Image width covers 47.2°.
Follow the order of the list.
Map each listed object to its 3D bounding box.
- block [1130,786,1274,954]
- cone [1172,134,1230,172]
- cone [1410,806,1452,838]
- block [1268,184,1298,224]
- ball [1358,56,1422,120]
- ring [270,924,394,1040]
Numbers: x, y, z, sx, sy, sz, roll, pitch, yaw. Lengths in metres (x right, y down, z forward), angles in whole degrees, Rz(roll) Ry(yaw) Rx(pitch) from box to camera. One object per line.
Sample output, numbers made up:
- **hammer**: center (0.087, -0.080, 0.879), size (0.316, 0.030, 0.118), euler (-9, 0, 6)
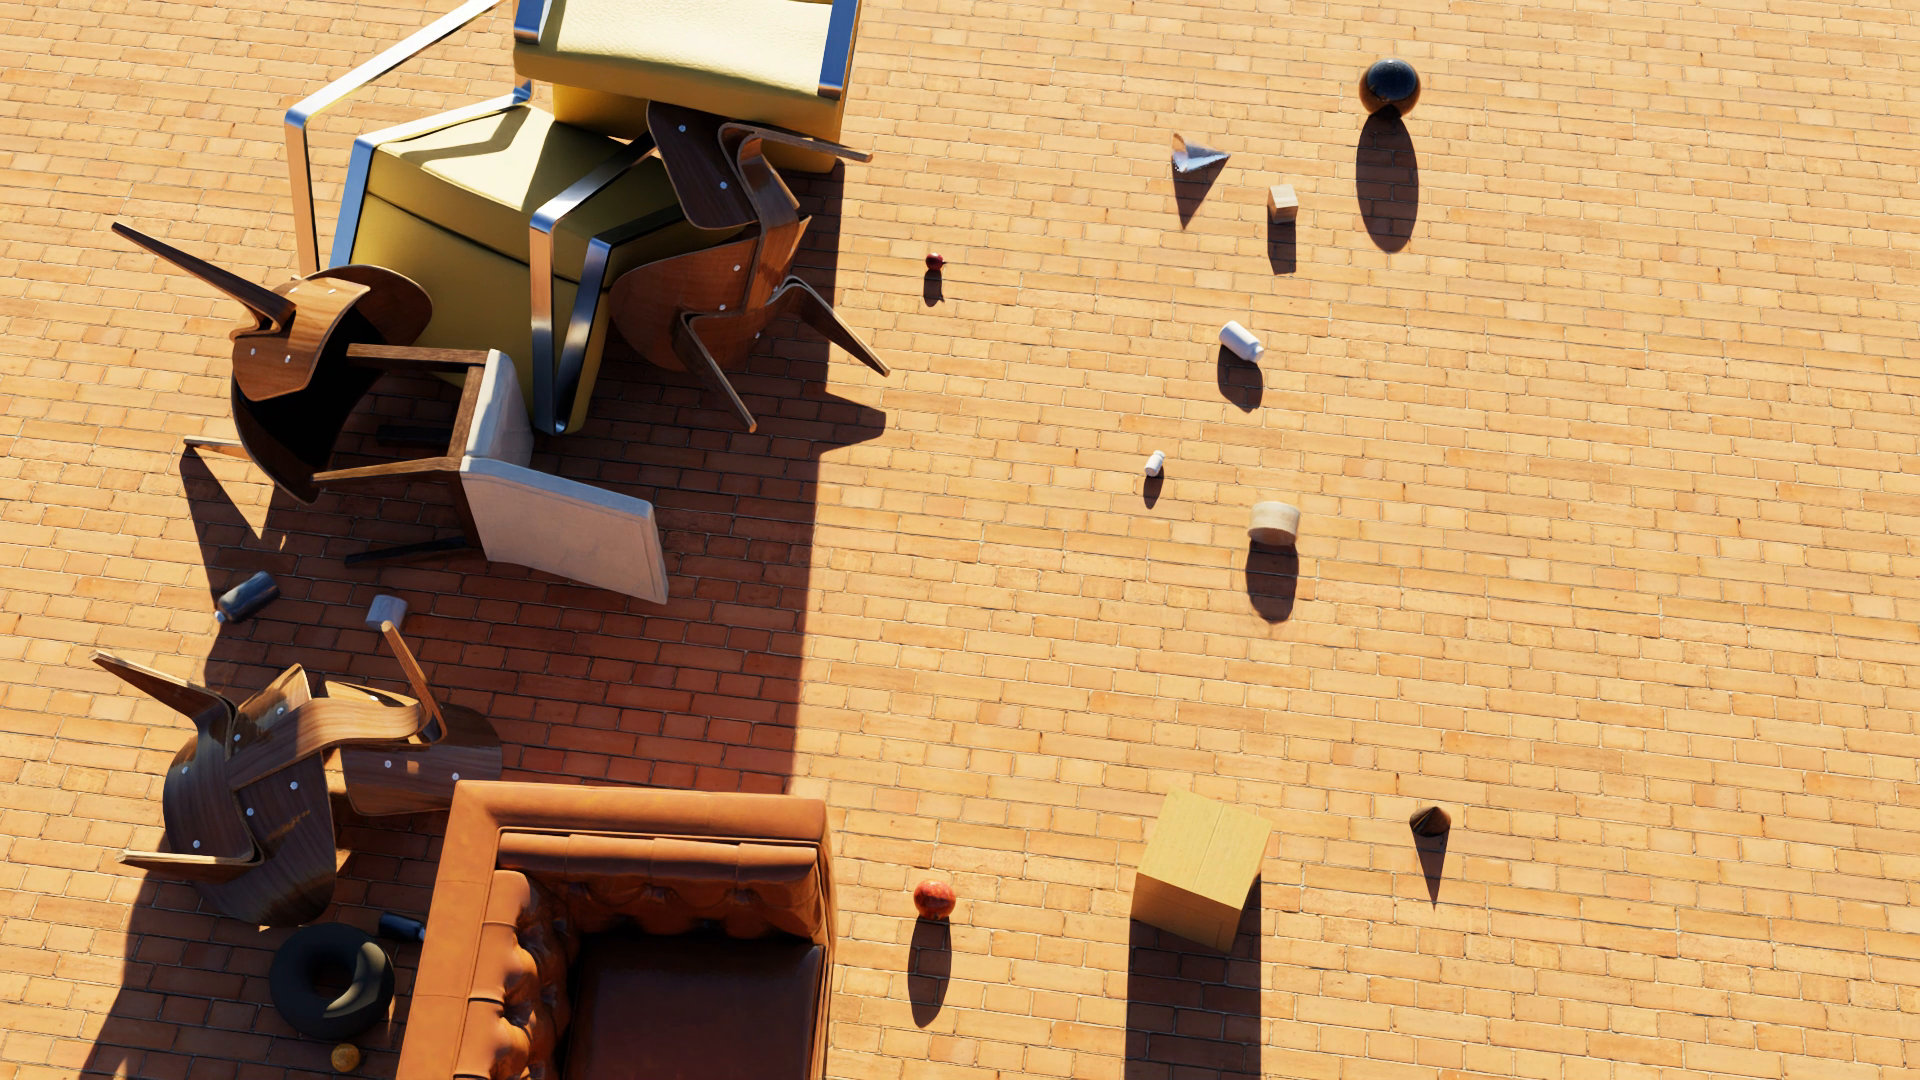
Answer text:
- **block**: center (0.637, 0.873, 5.817), size (0.283, 0.283, 0.270), euler (19, 58, 12)
- **cone**: center (0.831, -1.304, 7.421), size (0.191, 0.092, 0.174), euler (-1, 50, -18)
- **cone**: center (1.295, 0.749, 6.016), size (0.120, 0.093, 0.094), euler (-16, 58, -10)
- **block**: center (1.068, -1.113, 7.275), size (0.074, 0.076, 0.097), euler (-8, 56, -5)
- **ball**: center (1.461, -1.535, 7.476), size (0.212, 0.212, 0.212), euler (0, 56, 0)
- **ring**: center (-1.638, 1.150, 5.736), size (0.347, 0.114, 0.301), euler (33, 63, 21)
